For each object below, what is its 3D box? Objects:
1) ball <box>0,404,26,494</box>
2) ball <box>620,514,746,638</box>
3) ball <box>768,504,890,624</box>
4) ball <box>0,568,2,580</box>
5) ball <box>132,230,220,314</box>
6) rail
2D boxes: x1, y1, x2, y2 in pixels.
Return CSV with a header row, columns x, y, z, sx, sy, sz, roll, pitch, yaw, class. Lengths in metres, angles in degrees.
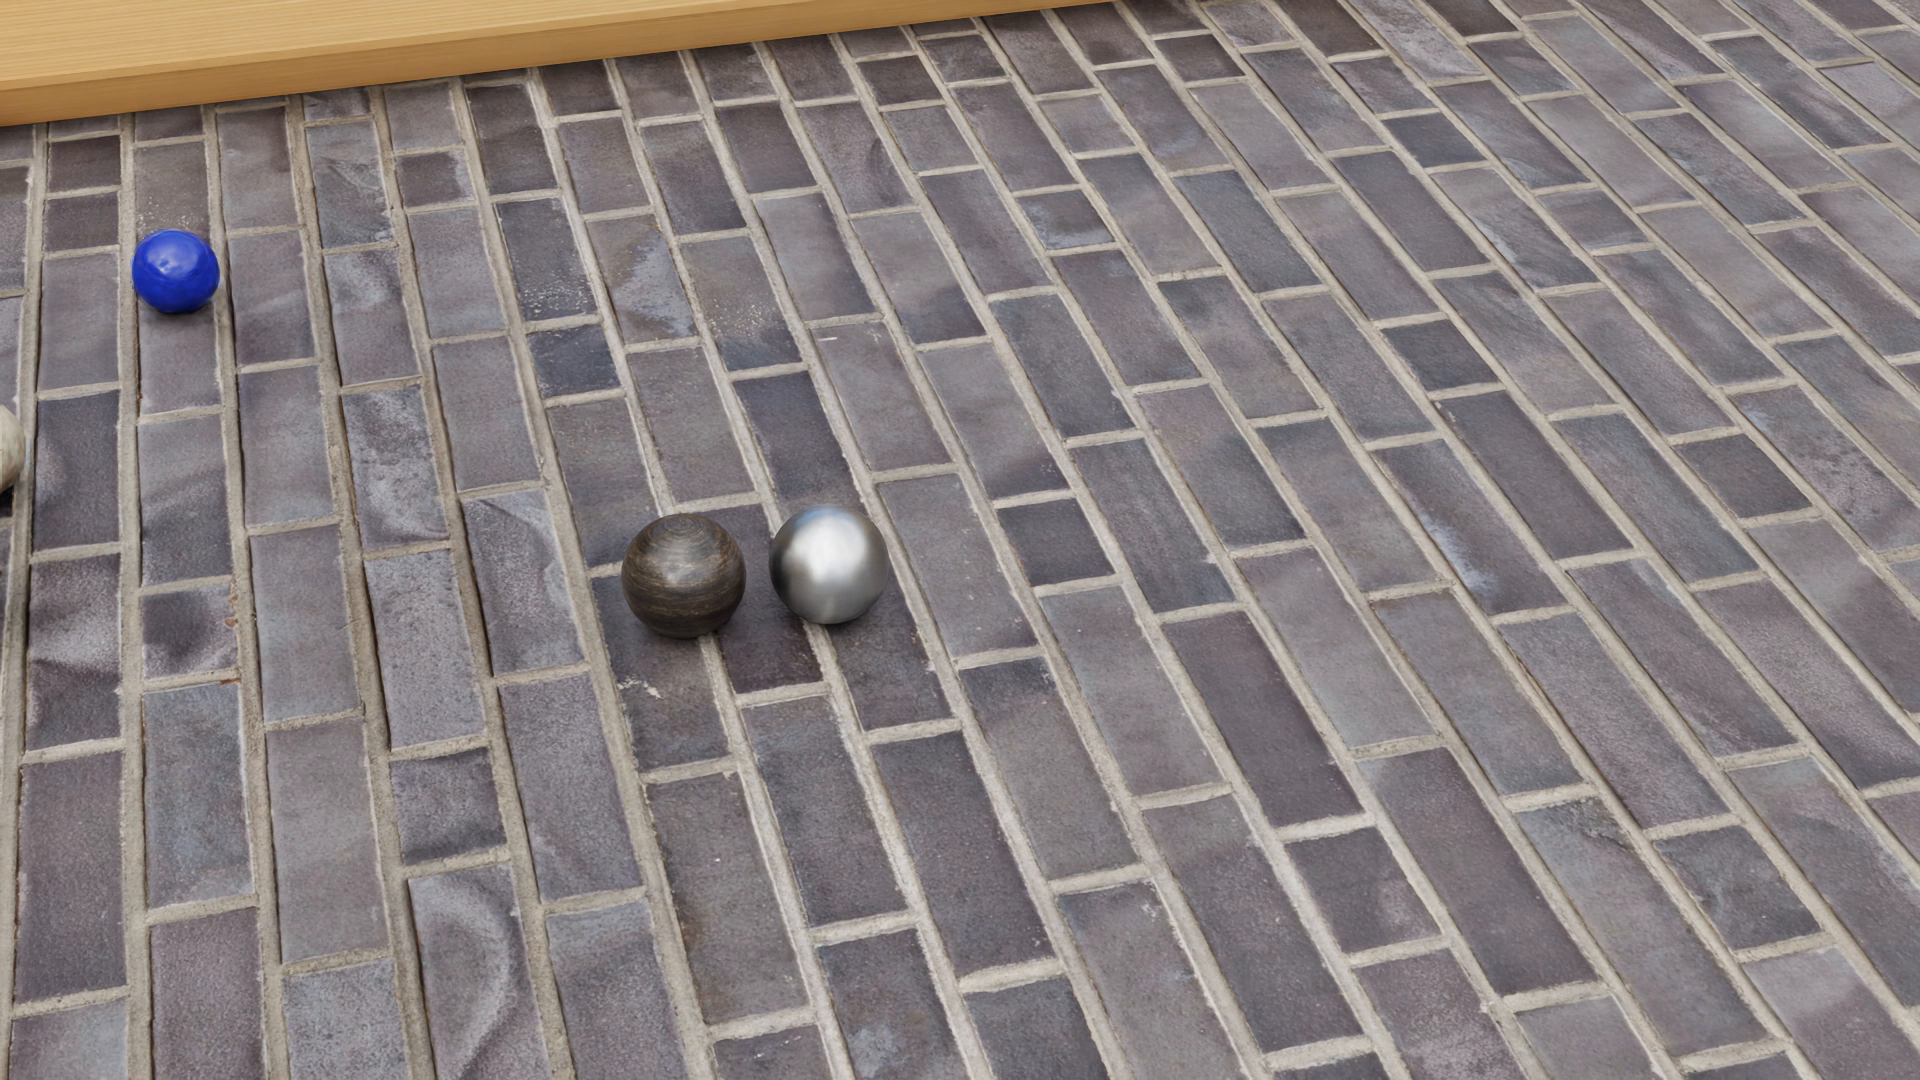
x,y,z,sx,sy,sz,roll,pitch,yaw,class
-0.645,-0.059,1.668,0.071,0.071,0.071,0,36,0,ball
-0.167,0.022,1.551,0.076,0.076,0.076,0,36,0,ball
-0.080,0.014,1.563,0.074,0.074,0.074,0,36,0,ball
-0.621,0.021,1.549,0.079,0.079,0.079,0,36,0,ball
-0.570,-0.195,1.865,0.062,0.062,0.062,0,36,0,ball
0.461,-0.572,2.348,2.774,0.110,0.045,-9,37,-12,rail
